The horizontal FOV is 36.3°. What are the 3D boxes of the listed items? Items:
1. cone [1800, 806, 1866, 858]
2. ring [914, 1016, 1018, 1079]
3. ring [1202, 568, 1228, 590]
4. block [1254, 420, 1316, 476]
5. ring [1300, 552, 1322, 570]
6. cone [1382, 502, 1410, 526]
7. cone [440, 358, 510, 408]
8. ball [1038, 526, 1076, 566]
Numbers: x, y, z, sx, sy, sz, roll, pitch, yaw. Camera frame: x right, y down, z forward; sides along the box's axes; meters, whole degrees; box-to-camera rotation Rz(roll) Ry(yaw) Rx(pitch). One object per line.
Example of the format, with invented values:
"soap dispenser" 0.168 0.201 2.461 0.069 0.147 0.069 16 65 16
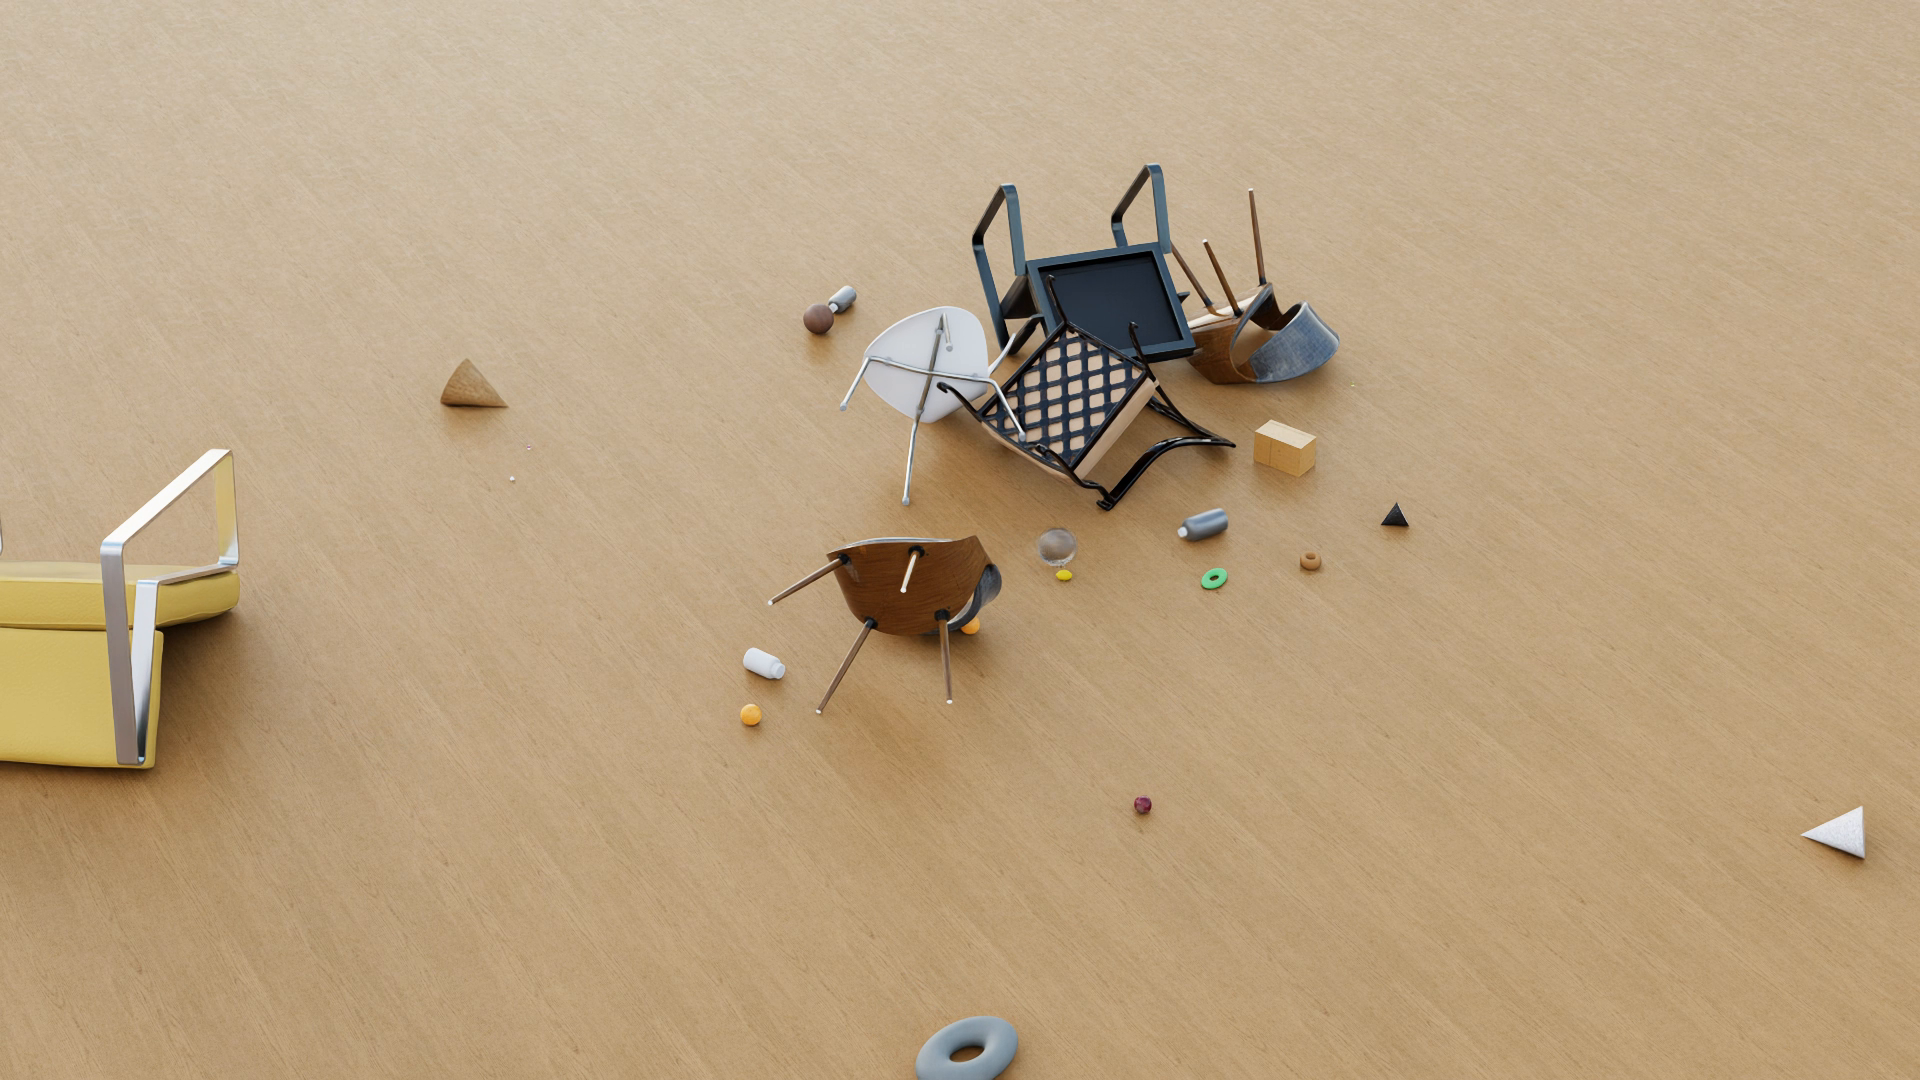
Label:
"cone" 2.813 0.947 9.462 0.197 0.103 0.239 -5 32 20
"ring" 0.020 1.506 8.587 0.349 0.080 0.233 -27 43 -33
"ring" 0.929 0.141 10.710 0.082 0.023 0.136 19 38 25
"block" 1.259 -0.356 11.367 0.209 0.129 0.112 23 40 31
"ring" 1.291 0.076 10.790 0.080 0.042 0.087 -6 32 -7
"cone" 1.623 -0.078 11.022 0.094 0.103 0.096 -27 23 10
"cone" -1.917 -0.585 11.762 0.249 0.153 0.228 26 57 5
"ball" 0.357 0.024 10.777 0.144 0.144 0.144 0 33 0
